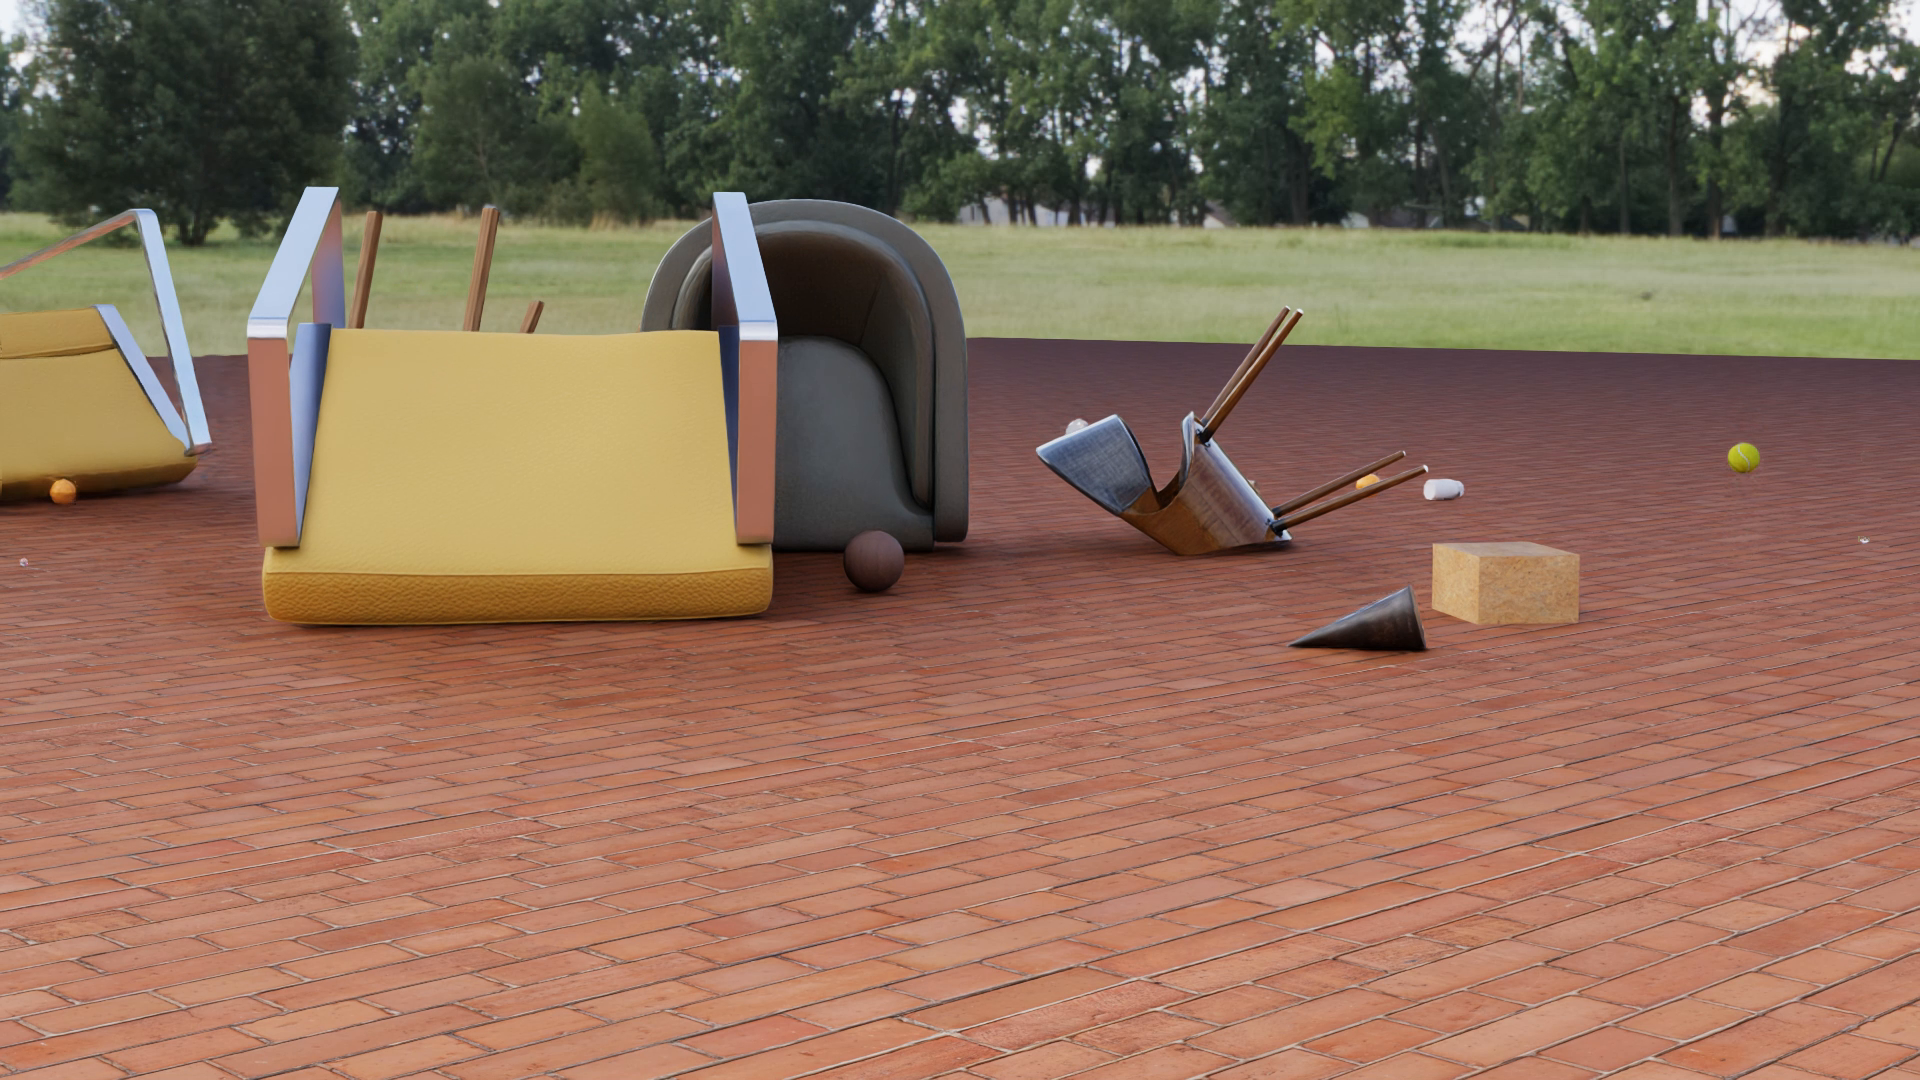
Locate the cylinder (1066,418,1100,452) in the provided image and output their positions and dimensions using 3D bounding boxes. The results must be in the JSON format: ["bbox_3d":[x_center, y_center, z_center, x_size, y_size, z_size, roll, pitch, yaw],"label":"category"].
[{"bbox_3d":[0.459,-0.392,9.590,0.092,0.092,0.094,31,-51,-34],"label":"cylinder"}]

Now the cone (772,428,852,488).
[{"bbox_3d":[-0.455,-0.293,7.925,0.250,0.144,0.236,22,-44,-28],"label":"cone"}]

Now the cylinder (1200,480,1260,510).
[{"bbox_3d":[0.768,-0.130,7.267,0.149,0.079,0.108,2,-12,20],"label":"cylinder"}]

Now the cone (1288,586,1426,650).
[{"bbox_3d":[0.692,0.163,4.544,0.242,0.112,0.131,-13,-31,13],"label":"cone"}]

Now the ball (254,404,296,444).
[{"bbox_3d":[-2.680,-0.454,10.030,0.161,0.161,0.161,0,6,0],"label":"ball"}]

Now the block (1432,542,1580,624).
[{"bbox_3d":[1.057,0.082,4.983,0.201,0.130,0.247,-1,6,-10],"label":"block"}]
